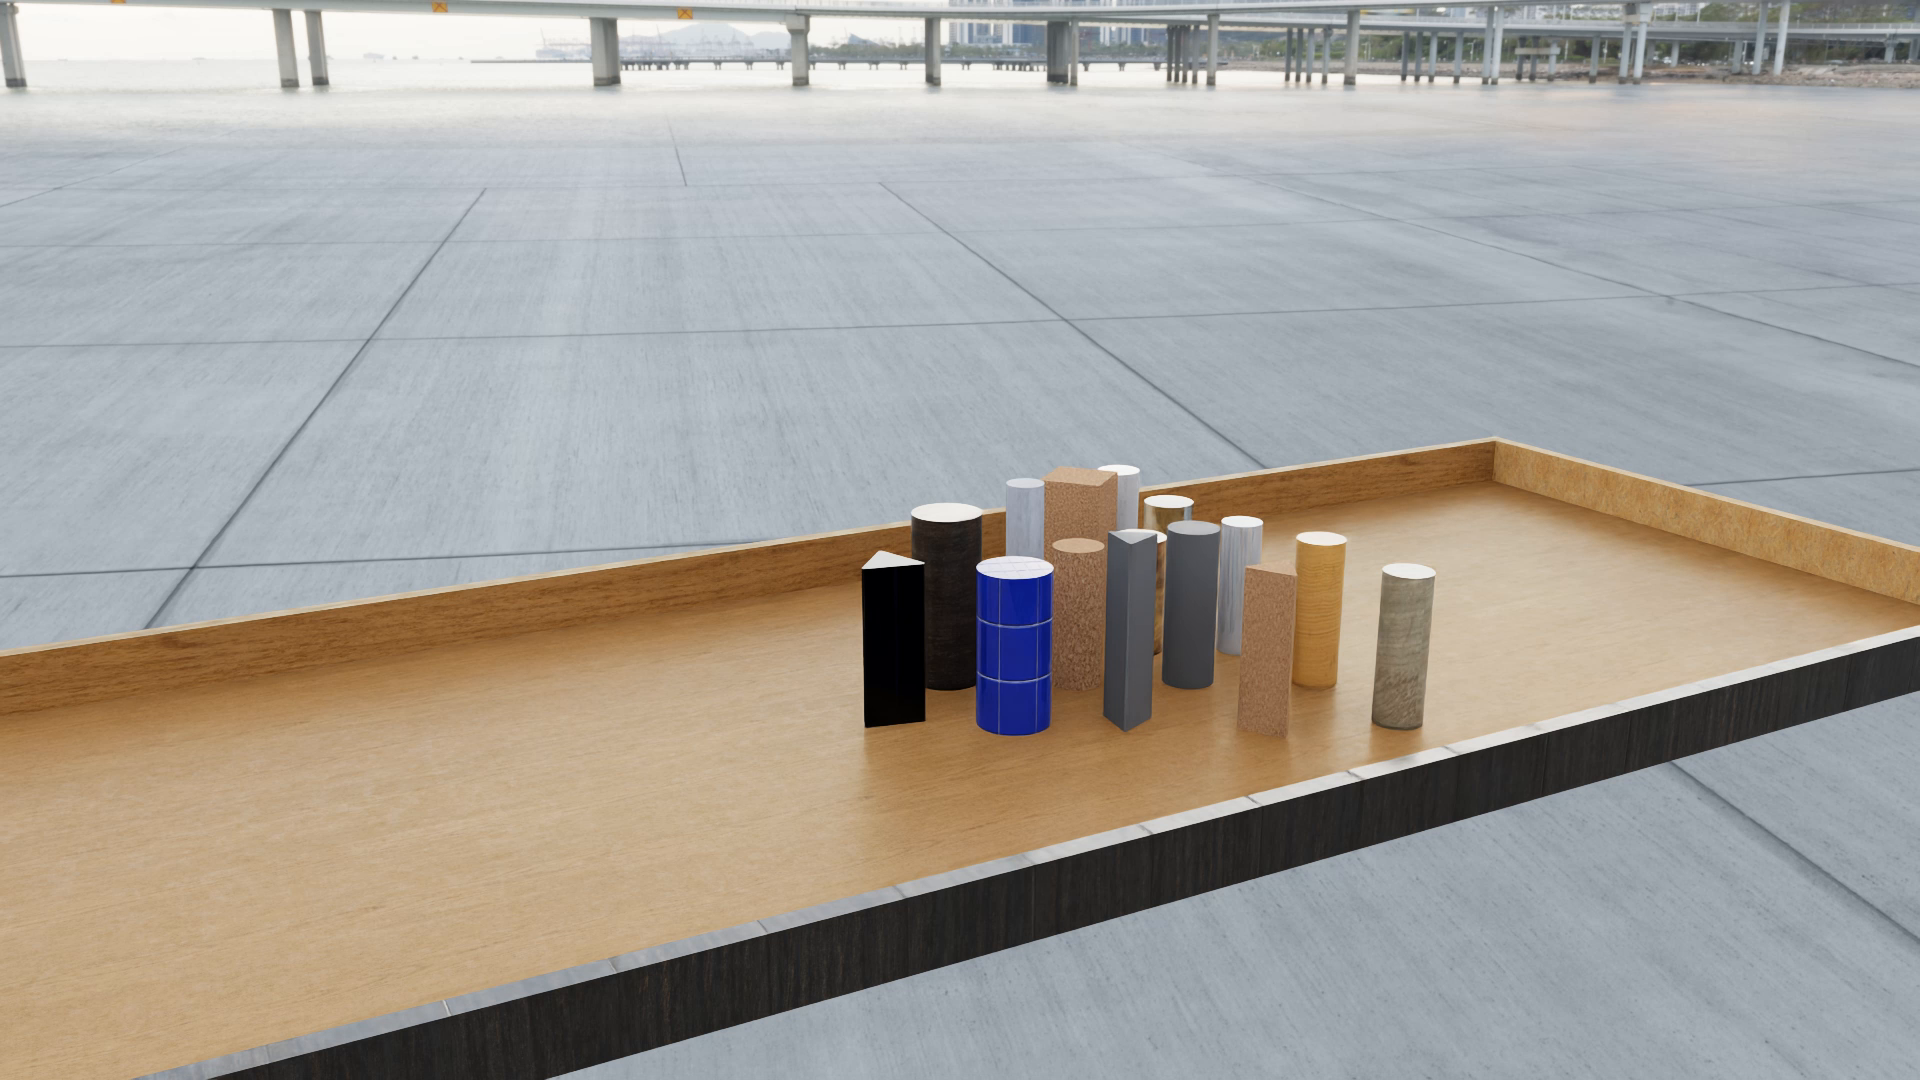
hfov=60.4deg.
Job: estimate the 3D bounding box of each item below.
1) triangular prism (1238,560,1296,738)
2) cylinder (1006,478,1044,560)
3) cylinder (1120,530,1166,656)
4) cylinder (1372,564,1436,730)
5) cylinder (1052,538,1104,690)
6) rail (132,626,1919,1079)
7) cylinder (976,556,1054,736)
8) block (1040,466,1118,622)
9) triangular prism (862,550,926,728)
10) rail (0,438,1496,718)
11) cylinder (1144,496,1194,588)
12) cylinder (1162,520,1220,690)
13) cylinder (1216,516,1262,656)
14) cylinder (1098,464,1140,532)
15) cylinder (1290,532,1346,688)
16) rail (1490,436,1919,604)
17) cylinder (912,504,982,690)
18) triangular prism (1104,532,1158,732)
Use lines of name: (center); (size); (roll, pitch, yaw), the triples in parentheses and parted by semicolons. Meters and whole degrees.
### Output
triangular prism: (0.730, 0.247, 3.817); (0.124, 0.394, 0.107); (10, 19, 31)
cylinder: (0.170, 0.065, 4.344); (0.100, 0.445, 0.100); (0, 16, 0)
cylinder: (0.467, 0.139, 4.337); (0.142, 0.308, 0.142); (0, 16, 0)
cylinder: (1.033, 0.249, 3.846); (0.118, 0.372, 0.118); (0, 16, 0)
cylinder: (0.290, 0.185, 4.094); (0.127, 0.357, 0.127); (0, 16, 0)
rail: (-2.336, 1.006, 1.665); (12.000, 0.150, 0.050); (-9, 18, -27)
cylinder: (0.126, 0.246, 3.842); (0.177, 0.381, 0.177); (0, 16, 0)
block: (0.326, 0.017, 4.579); (0.171, 0.404, 0.171); (7, 18, 21)
triangular prism: (-0.170, 0.229, 3.884); (0.146, 0.390, 0.126); (-5, 17, -16)
rail: (-3.305, 0.497, 3.399); (12.000, 0.150, 0.050); (-9, 18, -27)
cylinder: (0.579, 0.048, 4.616); (0.135, 0.324, 0.135); (0, 16, 0)
cylinder: (0.573, 0.161, 4.099); (0.129, 0.399, 0.129); (0, 16, 0)
cylinder: (0.732, 0.120, 4.327); (0.106, 0.349, 0.106); (0, 16, 0)
cylinder: (0.462, -0.036, 4.853); (0.122, 0.351, 0.122); (0, 16, 0)
cylinder: (0.888, 0.175, 4.101); (0.120, 0.372, 0.120); (0, 16, 0)
rail: (2.466, -0.048, 5.253); (0.050, 0.150, 2.100); (-9, 18, -27)
cylinder: (-0.033, 0.140, 4.106); (0.175, 0.434, 0.175); (0, 16, 0)
triangular prism: (0.381, 0.207, 3.843); (0.096, 0.456, 0.111); (13, 21, 36)
